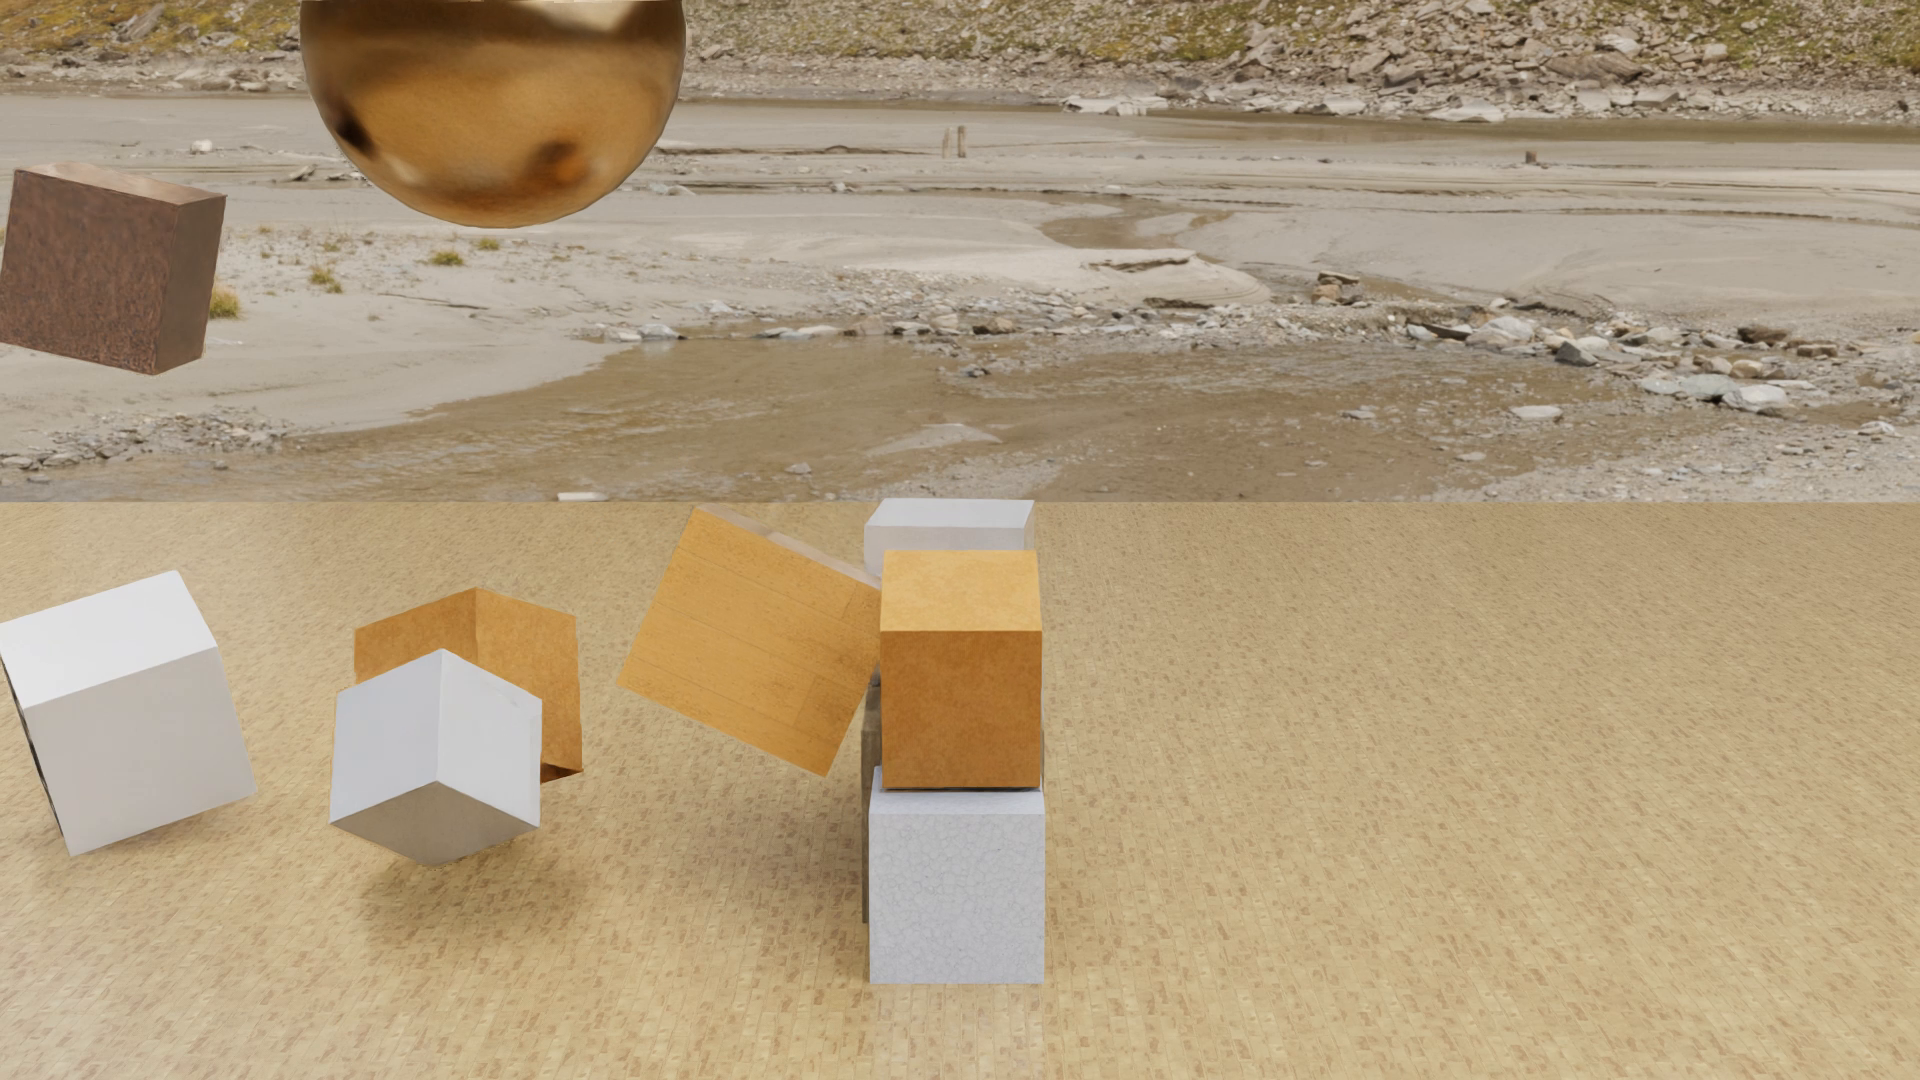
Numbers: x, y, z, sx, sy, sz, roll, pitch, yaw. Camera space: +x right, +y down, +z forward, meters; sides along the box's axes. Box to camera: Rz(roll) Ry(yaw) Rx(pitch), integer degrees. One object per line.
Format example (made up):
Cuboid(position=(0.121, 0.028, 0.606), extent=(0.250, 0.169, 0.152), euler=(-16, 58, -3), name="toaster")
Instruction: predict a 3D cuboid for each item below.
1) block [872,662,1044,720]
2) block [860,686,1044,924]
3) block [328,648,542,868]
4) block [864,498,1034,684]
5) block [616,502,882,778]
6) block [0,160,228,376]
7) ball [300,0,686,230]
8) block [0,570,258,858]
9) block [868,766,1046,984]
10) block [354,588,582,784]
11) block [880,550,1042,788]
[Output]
Cuboid(position=(-0.007, 0.916, 12.451), extent=(0.806, 0.743, 0.712), euler=(0, 10, 0), name="block")
Cuboid(position=(-0.029, 1.127, 11.046), extent=(0.757, 0.831, 0.779), euler=(0, 10, 0), name="block")
Cuboid(position=(-2.158, 0.909, 10.598), extent=(0.594, 0.594, 0.595), euler=(-22, -35, 27), name="block")
Cuboid(position=(-0.037, 0.233, 12.068), extent=(0.724, 0.738, 0.779), euler=(1, 10, 5), name="block")
Cuboid(position=(-0.846, 0.421, 11.291), extent=(0.978, 0.825, 0.811), euler=(24, 2, -1), name="block")
Cuboid(position=(-3.666, -1.183, 11.087), extent=(0.702, 0.739, 0.612), euler=(12, 12, 0), name="block")
Cuboid(position=(-1.955, -2.113, 10.796), extent=(1.600, 1.600, 1.600), euler=(0, 10, 0), name="ball")
Cuboid(position=(-3.874, 0.789, 11.899), extent=(0.869, 0.818, 0.807), euler=(-19, 33, -21), name="block")
Cuboid(position=(-0.011, 1.333, 10.312), extent=(0.682, 0.687, 0.700), euler=(0, 10, 0), name="block")
Cuboid(position=(-2.320, 0.755, 12.098), extent=(0.797, 0.768, 0.671), euler=(-18, -23, 31), name="block")
Cuboid(position=(0.003, 0.513, 10.348), extent=(0.624, 0.705, 0.700), euler=(0, 26, 0), name="block")
